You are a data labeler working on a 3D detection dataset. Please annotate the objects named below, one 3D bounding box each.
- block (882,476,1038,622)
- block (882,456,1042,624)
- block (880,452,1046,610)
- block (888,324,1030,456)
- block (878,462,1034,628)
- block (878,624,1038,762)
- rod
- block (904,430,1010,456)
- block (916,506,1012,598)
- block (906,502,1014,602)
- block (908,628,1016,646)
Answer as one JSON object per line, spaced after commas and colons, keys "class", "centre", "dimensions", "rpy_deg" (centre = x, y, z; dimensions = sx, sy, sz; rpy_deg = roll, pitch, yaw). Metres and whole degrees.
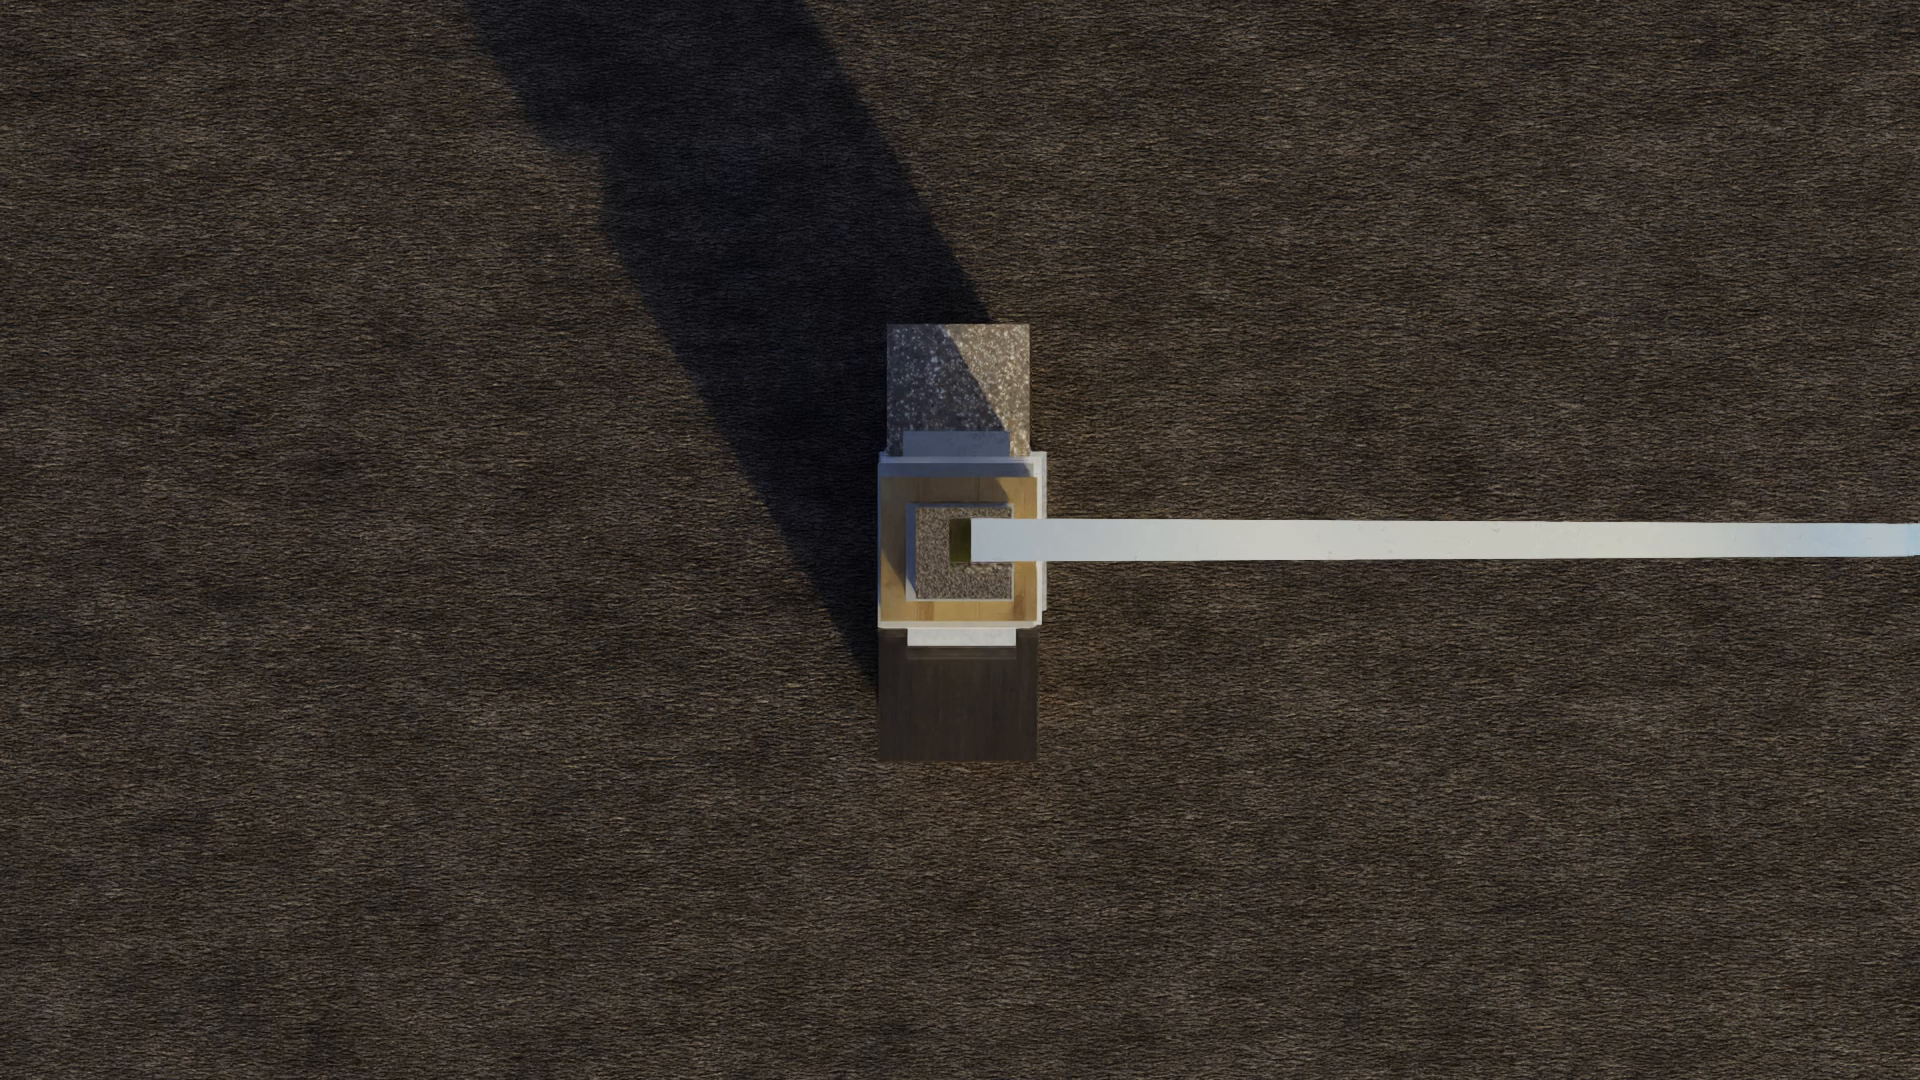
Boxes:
{"class": "block", "centre": [-0.003, 0.030, 9.166], "dimensions": [0.631, 0.556, 0.584], "rpy_deg": [0, 91, 0]}
{"class": "block", "centre": [0.009, -0.004, 10.526], "dimensions": [0.741, 0.645, 0.781], "rpy_deg": [0, 91, 0]}
{"class": "block", "centre": [0.017, -0.050, 12.550], "dimensions": [0.921, 0.900, 0.874], "rpy_deg": [0, 90, 0]}
{"class": "block", "centre": [-0.009, -0.736, 11.743], "dimensions": [0.736, 0.730, 0.740], "rpy_deg": [0, 88, 0]}
{"class": "block", "centre": [-0.019, 0.014, 9.824], "dimensions": [0.670, 0.760, 0.708], "rpy_deg": [0, 91, 0]}
{"class": "block", "centre": [-0.010, 0.756, 11.806], "dimensions": [0.825, 0.670, 0.729], "rpy_deg": [0, 97, 0]}
{"class": "rod", "centre": [2.234, 0.000, 5.405], "dimensions": [5.200, 0.080, 0.080], "rpy_deg": [0, 90, -31]}
{"class": "block", "centre": [-0.017, -0.303, 11.104], "dimensions": [0.527, 0.527, 0.481], "rpy_deg": [0, 91, 0]}
{"class": "block", "centre": [0.013, 0.045, 8.303], "dimensions": [0.354, 0.347, 0.338], "rpy_deg": [0, 91, 0]}
{"class": "block", "centre": [-0.001, 0.042, 8.682], "dimensions": [0.416, 0.411, 0.378], "rpy_deg": [0, 91, 0]}
{"class": "block", "centre": [0.008, 0.246, 11.150], "dimensions": [0.536, 0.532, 0.559], "rpy_deg": [0, 90, 0]}
